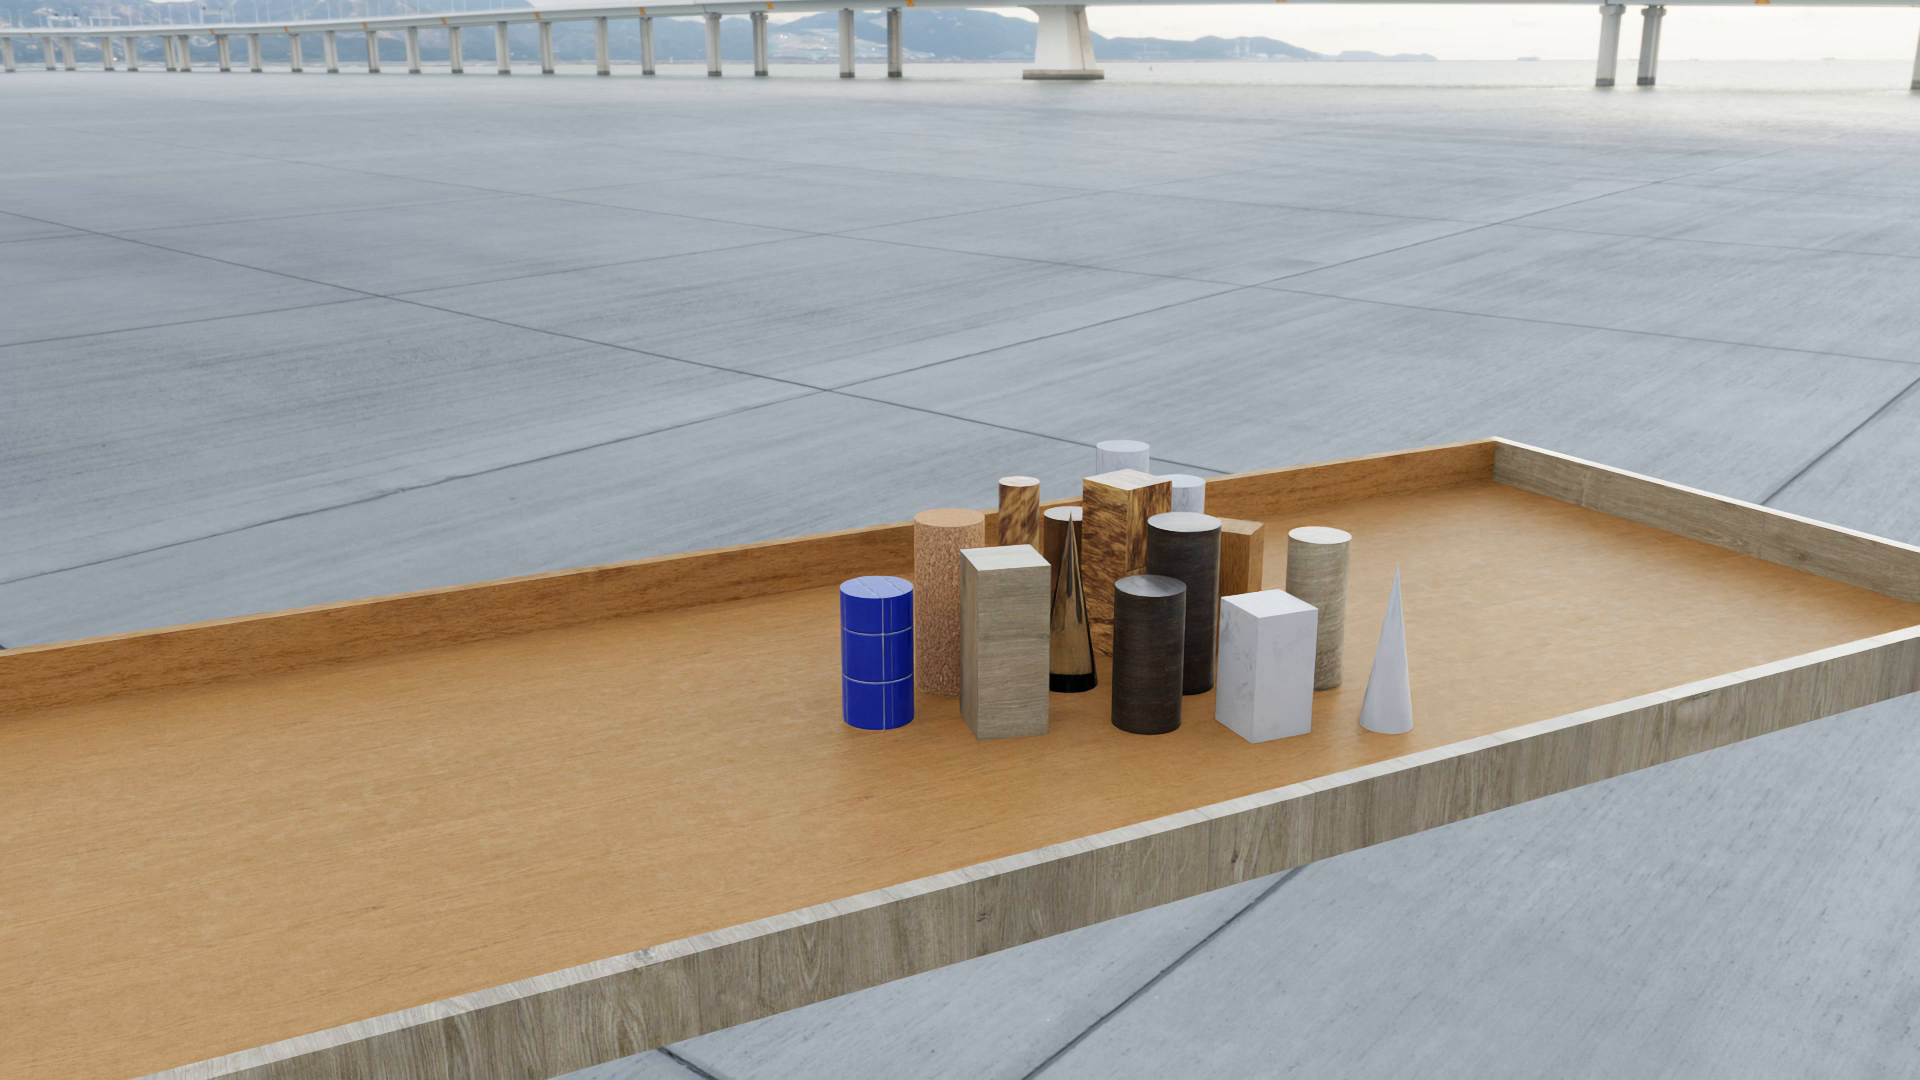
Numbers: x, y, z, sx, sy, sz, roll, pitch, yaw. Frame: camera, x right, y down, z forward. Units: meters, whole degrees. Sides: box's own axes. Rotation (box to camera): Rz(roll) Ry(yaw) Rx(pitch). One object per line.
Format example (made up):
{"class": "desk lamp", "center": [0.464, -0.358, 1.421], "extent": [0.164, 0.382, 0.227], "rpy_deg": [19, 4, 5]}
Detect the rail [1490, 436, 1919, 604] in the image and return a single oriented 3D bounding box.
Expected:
{"class": "rail", "center": [2.466, -0.048, 5.253], "extent": [0.050, 0.150, 2.100], "rpy_deg": [-9, 18, -27]}

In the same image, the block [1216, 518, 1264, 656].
{"class": "block", "center": [0.712, 0.126, 4.327], "extent": [0.125, 0.338, 0.125], "rpy_deg": [8, 18, 26]}

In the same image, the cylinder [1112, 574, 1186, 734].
{"class": "cylinder", "center": [0.439, 0.267, 3.849], "extent": [0.165, 0.337, 0.165], "rpy_deg": [0, 16, 0]}

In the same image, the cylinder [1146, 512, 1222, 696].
{"class": "cylinder", "center": [0.548, 0.156, 4.080], "extent": [0.179, 0.419, 0.179], "rpy_deg": [0, 16, 0]}

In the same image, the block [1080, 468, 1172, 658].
{"class": "block", "center": [0.433, 0.064, 4.323], "extent": [0.162, 0.460, 0.162], "rpy_deg": [-13, 21, -38]}

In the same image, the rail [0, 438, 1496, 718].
{"class": "rail", "center": [-3.305, 0.497, 3.399], "extent": [12.000, 0.150, 0.050], "rpy_deg": [-9, 18, -27]}

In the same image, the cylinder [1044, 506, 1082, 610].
{"class": "cylinder", "center": [0.306, 0.071, 4.578], "extent": [0.151, 0.301, 0.151], "rpy_deg": [0, 16, 0]}

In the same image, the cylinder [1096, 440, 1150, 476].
{"class": "cylinder", "center": [0.470, -0.065, 4.816], "extent": [0.153, 0.429, 0.153], "rpy_deg": [0, 16, 0]}

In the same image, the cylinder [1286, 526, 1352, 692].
{"class": "cylinder", "center": [0.883, 0.170, 4.101], "extent": [0.151, 0.380, 0.151], "rpy_deg": [0, 16, 0]}

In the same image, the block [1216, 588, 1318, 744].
{"class": "block", "center": [0.709, 0.290, 3.828], "extent": [0.159, 0.304, 0.159], "rpy_deg": [-7, 18, -22]}

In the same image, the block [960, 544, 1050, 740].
{"class": "block", "center": [0.102, 0.236, 3.825], "extent": [0.169, 0.410, 0.169], "rpy_deg": [-4, 17, -14]}

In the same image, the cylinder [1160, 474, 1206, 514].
{"class": "cylinder", "center": [0.602, 0.023, 4.587], "extent": [0.144, 0.388, 0.144], "rpy_deg": [0, 16, 0]}

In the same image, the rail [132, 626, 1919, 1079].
{"class": "rail", "center": [-2.336, 1.006, 1.665], "extent": [12.000, 0.150, 0.050], "rpy_deg": [-9, 18, -27]}

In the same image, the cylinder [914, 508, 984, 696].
{"class": "cylinder", "center": [-0.026, 0.152, 4.068], "extent": [0.172, 0.433, 0.172], "rpy_deg": [0, 16, 0]}

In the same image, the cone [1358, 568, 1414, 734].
{"class": "cone", "center": [1.003, 0.242, 3.829], "extent": [0.126, 0.397, 0.126], "rpy_deg": [0, 16, 0]}

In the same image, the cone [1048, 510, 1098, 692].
{"class": "cone", "center": [0.270, 0.141, 4.080], "extent": [0.153, 0.448, 0.153], "rpy_deg": [0, 16, 0]}

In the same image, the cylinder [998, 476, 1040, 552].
{"class": "cylinder", "center": [0.155, 0.059, 4.369], "extent": [0.108, 0.443, 0.108], "rpy_deg": [0, 16, 0]}

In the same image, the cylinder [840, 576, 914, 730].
{"class": "cylinder", "center": [-0.194, 0.264, 3.880], "extent": [0.171, 0.324, 0.171], "rpy_deg": [0, 16, 0]}
